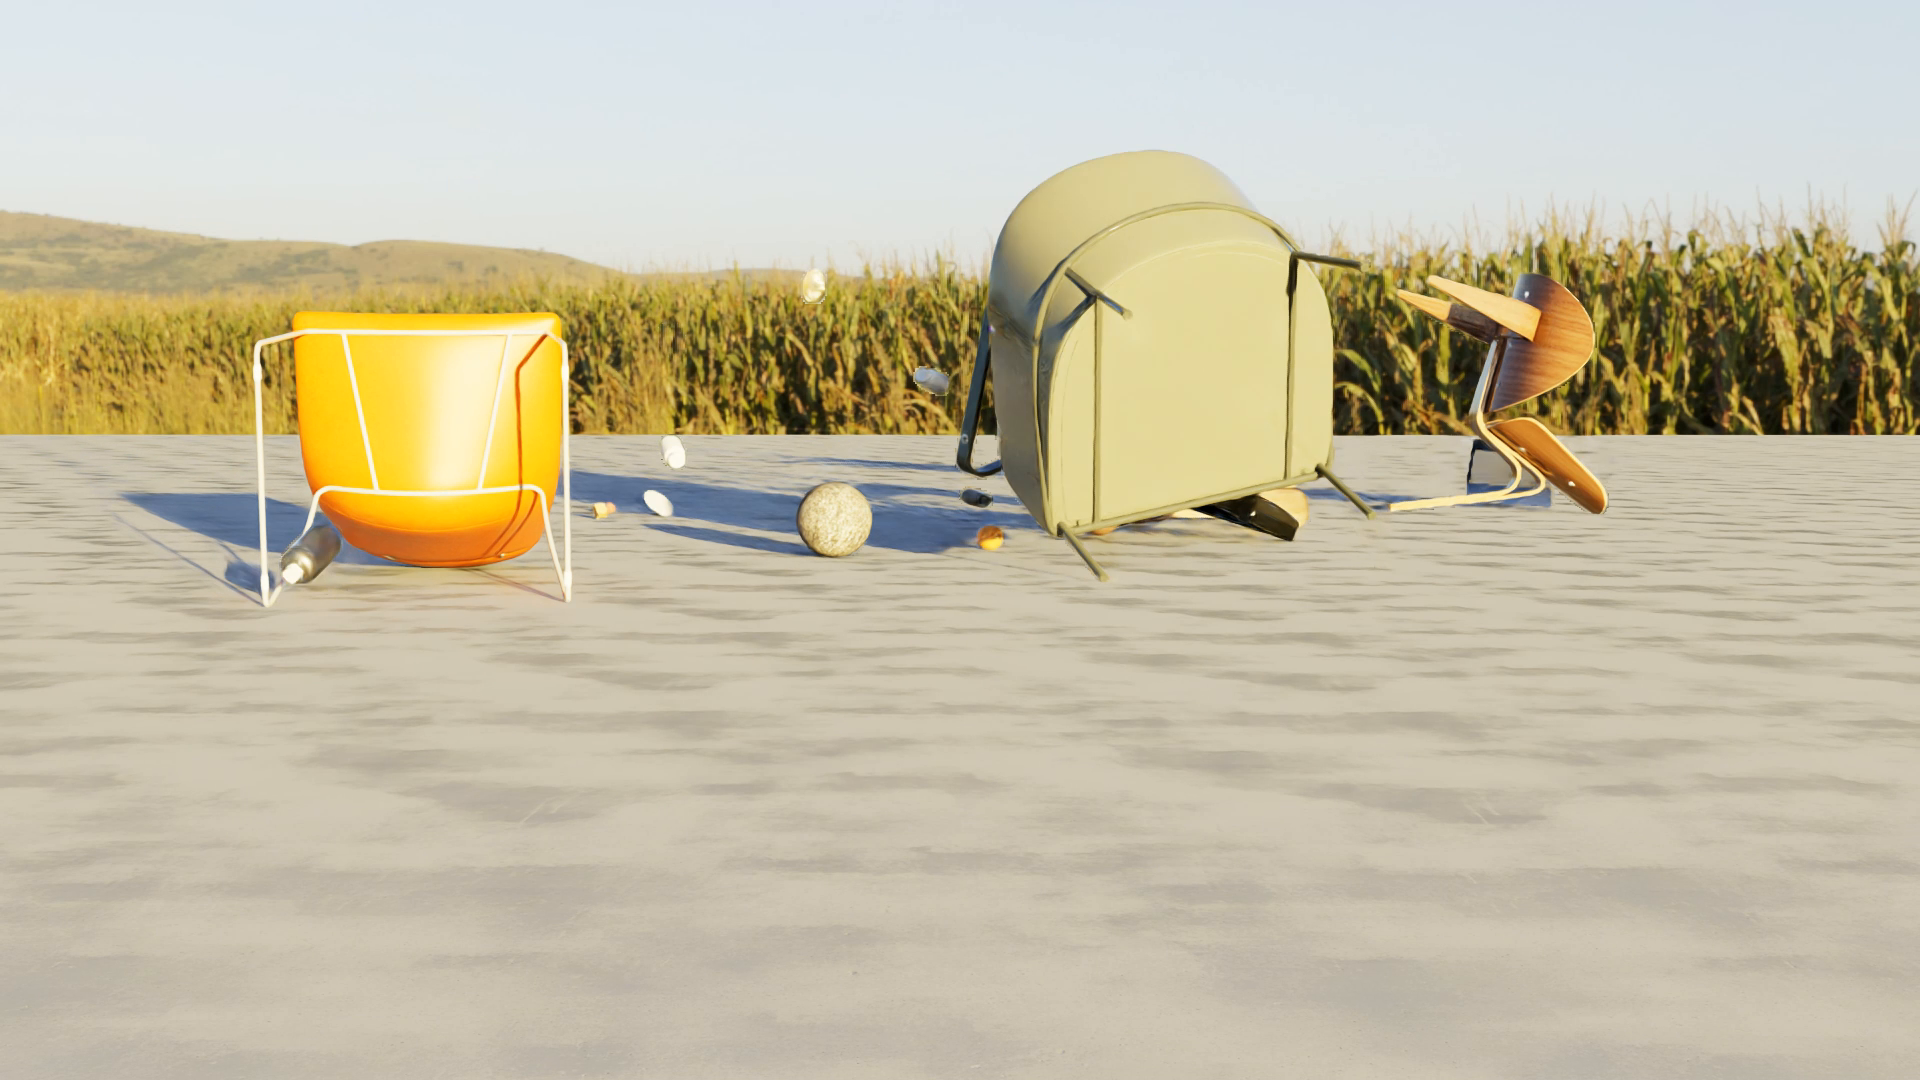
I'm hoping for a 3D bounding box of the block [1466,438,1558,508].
[{"bbox_3d":[2.105,-0.256,8.383,0.310,0.190,0.140,6,-25,19],"label":"block"}]

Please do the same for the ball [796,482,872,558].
[{"bbox_3d":[-0.335,-0.055,5.862,0.203,0.203,0.203,0,4,0],"label":"ball"}]

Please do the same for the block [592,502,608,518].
[{"bbox_3d":[-1.244,-0.101,7.603,0.035,0.040,0.033,-12,-29,-28],"label":"block"}]

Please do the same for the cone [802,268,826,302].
[{"bbox_3d":[-0.307,-0.552,4.812,0.060,0.075,0.048,-10,23,-34],"label":"cone"}]

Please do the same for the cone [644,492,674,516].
[{"bbox_3d":[-1.084,-0.113,7.874,0.121,0.063,0.166,38,-17,-3],"label":"cone"}]

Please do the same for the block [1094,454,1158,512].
[{"bbox_3d":[0.607,-0.206,8.003,0.205,0.173,0.123,1,-35,12],"label":"block"}]
